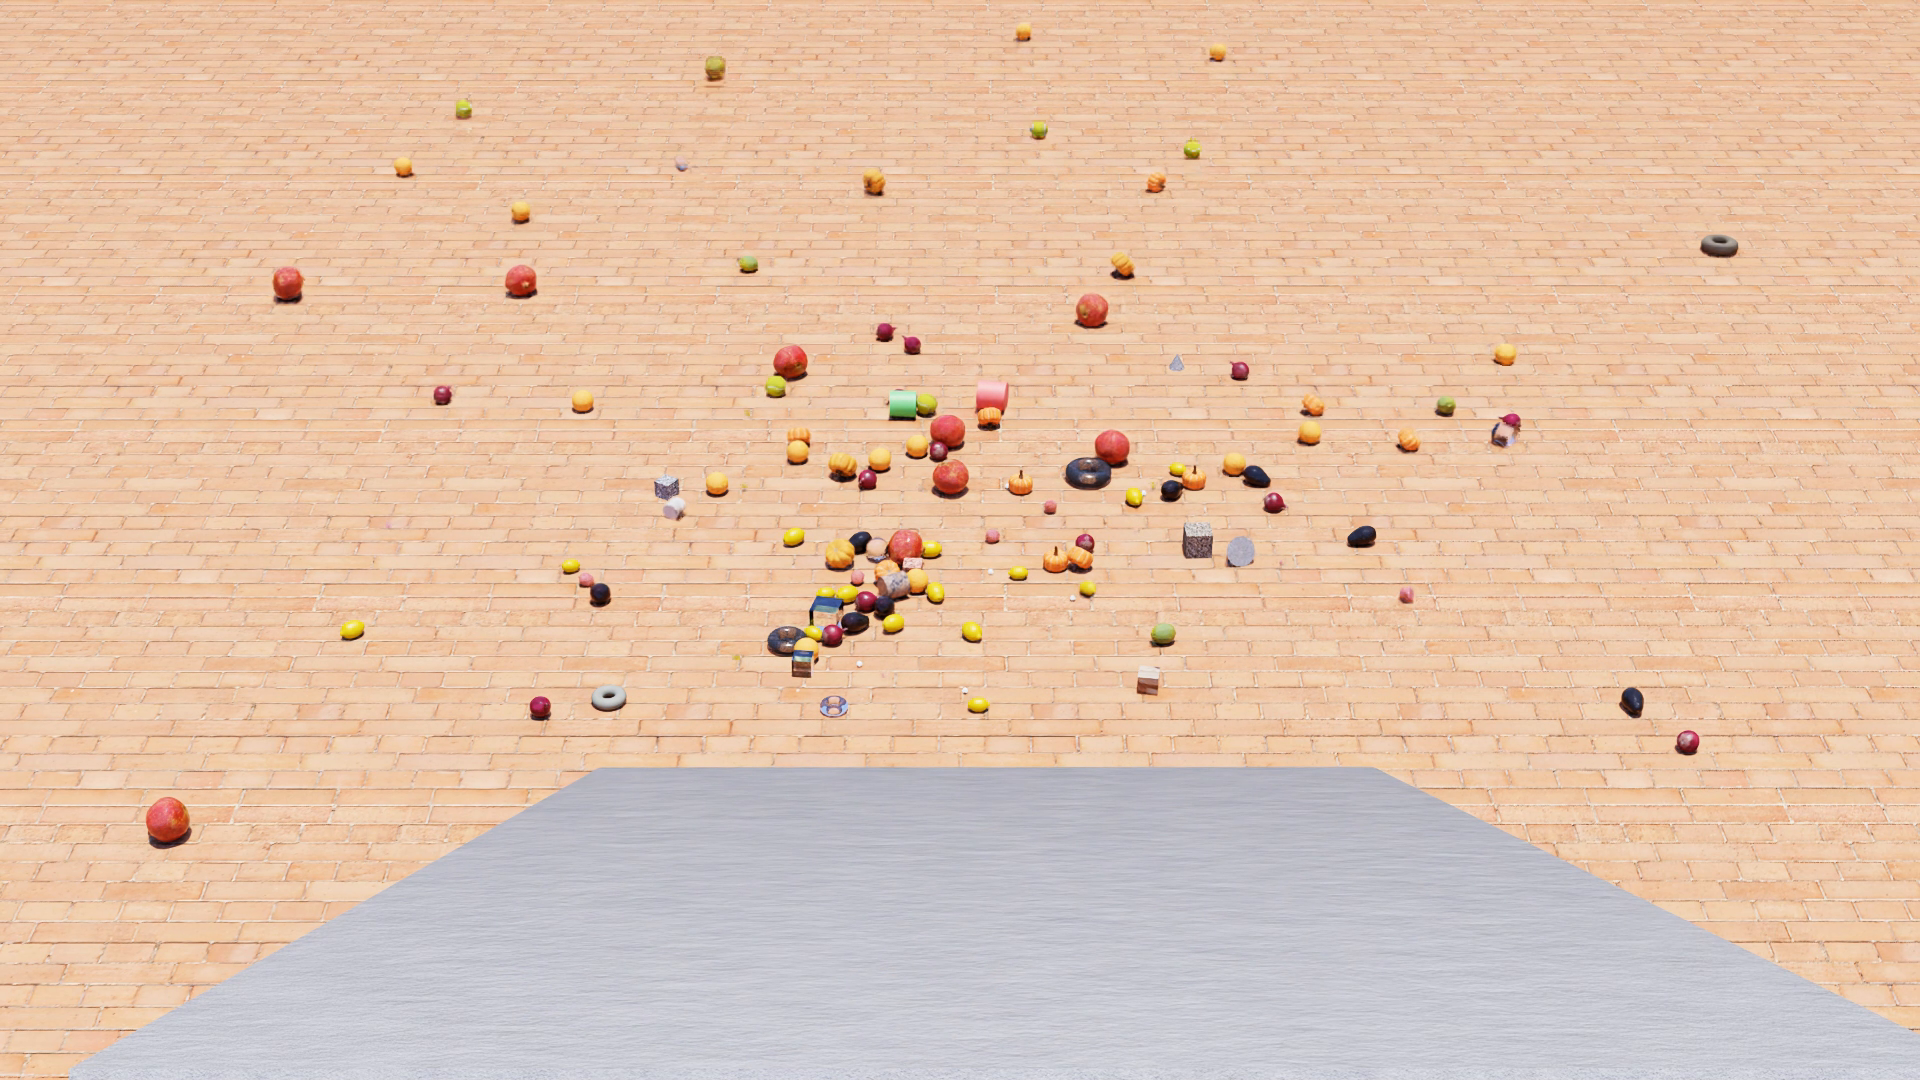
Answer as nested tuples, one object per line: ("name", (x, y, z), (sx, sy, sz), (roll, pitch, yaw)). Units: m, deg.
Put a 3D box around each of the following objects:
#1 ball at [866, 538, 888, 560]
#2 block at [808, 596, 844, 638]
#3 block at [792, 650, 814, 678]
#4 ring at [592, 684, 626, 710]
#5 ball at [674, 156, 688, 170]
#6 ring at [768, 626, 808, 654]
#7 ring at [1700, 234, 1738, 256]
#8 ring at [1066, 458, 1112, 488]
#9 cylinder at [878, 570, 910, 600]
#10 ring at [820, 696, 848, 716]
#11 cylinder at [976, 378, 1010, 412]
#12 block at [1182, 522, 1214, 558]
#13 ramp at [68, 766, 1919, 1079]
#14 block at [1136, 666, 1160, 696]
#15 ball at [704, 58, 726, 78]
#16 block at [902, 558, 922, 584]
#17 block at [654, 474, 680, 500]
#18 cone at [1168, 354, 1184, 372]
("ball", (-0.245, 0.025, 7.719), (0.066, 0.066, 0.066), (0, 31, 0))
("block", (-0.380, 0.218, 7.390), (0.079, 0.079, 0.079), (7, 32, 11))
("block", (-0.437, 0.345, 7.206), (0.055, 0.055, 0.055), (3, 32, 5))
("ring", (-0.961, 0.430, 7.088), (0.097, 0.032, 0.097), (-1, 32, 0))
("ball", (-1.096, -1.489, 10.208), (0.055, 0.055, 0.055), (0, 31, 0))
("ring", (-0.488, 0.284, 7.322), (0.116, 0.039, 0.116), (1, 32, 0))
("ring", (2.804, -1.089, 9.563), (0.135, 0.045, 0.135), (1, 30, 0))
("ring", (0.403, -0.212, 8.124), (0.147, 0.049, 0.147), (1, 32, -1))
("cylinder", (-0.192, 0.133, 7.535), (0.073, 0.073, 0.073), (-15, 35, -23))
("ring", (-0.344, 0.452, 7.059), (0.078, 0.026, 0.078), (-1, 32, 0))
("cylinder", (0.107, -0.475, 8.512), (0.093, 0.093, 0.093), (13, 33, 9))
("block", (0.711, 0.002, 7.745), (0.079, 0.079, 0.079), (-2, 31, -2))
("ramp", (0.070, 0.619, 4.699), (2.000, 0.100, 4.000), (0, -1, 0))
("block", (0.520, 0.387, 7.134), (0.057, 0.057, 0.057), (5, 32, 8))
("ball", (-1.042, -2.008, 11.024), (0.091, 0.091, 0.091), (0, 31, 0))
("block", (-0.139, 0.090, 7.623), (0.054, 0.054, 0.054), (2, 31, 3))
("block", (-0.909, -0.163, 8.037), (0.054, 0.054, 0.054), (20, 37, 29))
("cone", (0.734, -0.607, 8.765), (0.055, 0.055, 0.055), (0, 31, 0))
